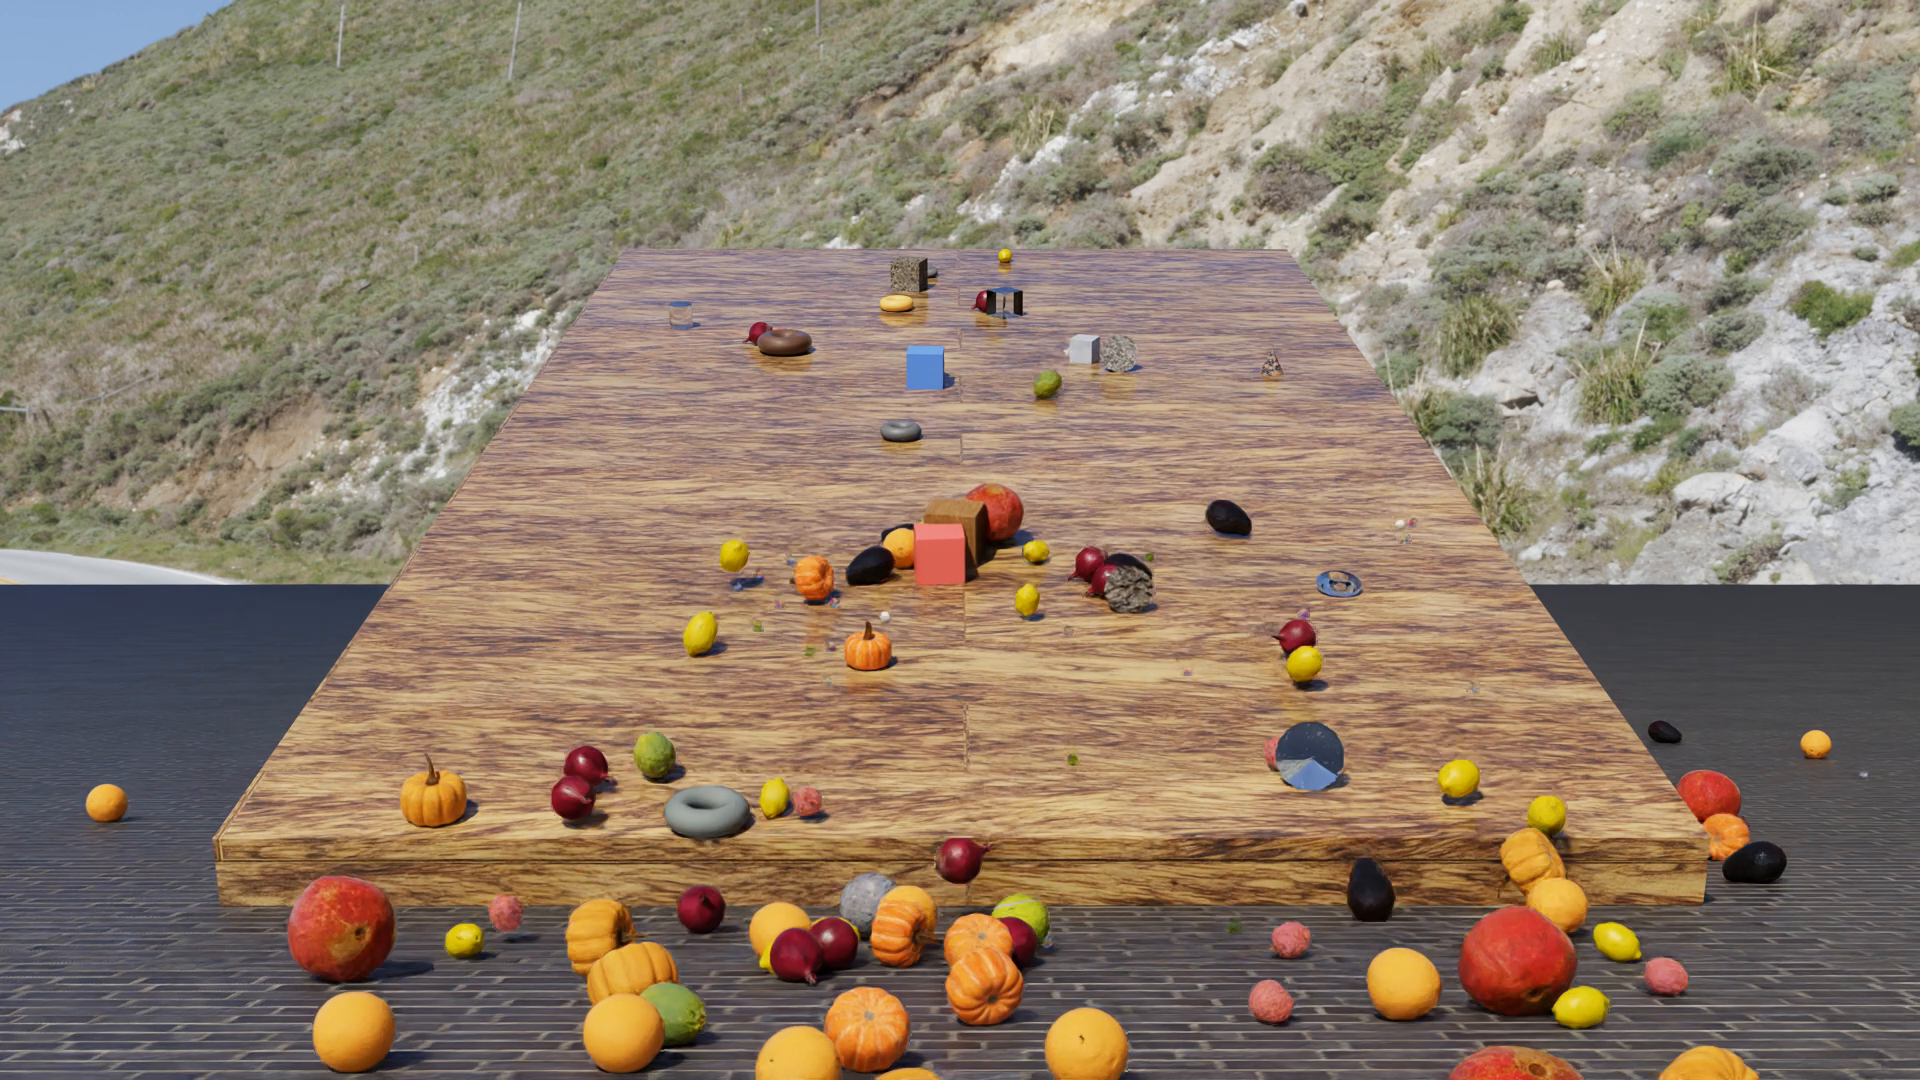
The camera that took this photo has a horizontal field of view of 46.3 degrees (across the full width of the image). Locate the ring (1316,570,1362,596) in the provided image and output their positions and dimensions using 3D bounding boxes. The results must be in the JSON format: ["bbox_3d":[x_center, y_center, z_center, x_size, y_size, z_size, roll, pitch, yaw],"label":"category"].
[{"bbox_3d":[0.660,0.076,3.914,0.080,0.027,0.080,3,21,-1],"label":"ring"}]

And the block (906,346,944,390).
[{"bbox_3d":[-0.080,-0.403,5.241,0.084,0.084,0.084,1,19,2],"label":"block"}]

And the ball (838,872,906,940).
[{"bbox_3d":[-0.107,0.448,2.747,0.081,0.081,0.081,0,-1,0],"label":"ball"}]

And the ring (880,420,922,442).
[{"bbox_3d":[-0.127,-0.234,4.827,0.089,0.030,0.089,1,18,0],"label":"ring"}]

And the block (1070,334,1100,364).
[{"bbox_3d":[0.304,-0.465,5.468,0.057,0.057,0.057,8,20,22],"label":"block"}]

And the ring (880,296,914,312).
[{"bbox_3d":[-0.170,-0.632,6.005,0.092,0.031,0.092,-1,18,0],"label":"ring"}]

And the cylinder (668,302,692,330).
[{"bbox_3d":[-0.720,-0.579,5.797,0.060,0.060,0.060,0,19,0],"label":"cylinder"}]

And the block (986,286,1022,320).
[{"bbox_3d":[0.118,-0.626,5.927,0.068,0.068,0.068,-14,23,-37],"label":"block"}]

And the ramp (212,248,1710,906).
[{"bbox_3d":[-0.004,-0.194,4.909,2.000,0.100,4.000,0,19,0],"label":"ramp"}]

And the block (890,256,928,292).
[{"bbox_3d":[-0.141,-0.738,6.238,0.082,0.082,0.082,5,19,15],"label":"block"}]

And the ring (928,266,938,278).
[{"bbox_3d":[-0.102,-0.766,6.409,0.078,0.026,0.078,1,22,0],"label":"ring"}]

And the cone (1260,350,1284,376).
[{"bbox_3d":[0.744,-0.427,5.357,0.058,0.058,0.058,0,19,0],"label":"cone"}]

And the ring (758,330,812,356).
[{"bbox_3d":[-0.434,-0.489,5.556,0.137,0.046,0.137,0,17,0],"label":"ring"}]

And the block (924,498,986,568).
[{"bbox_3d":[-0.010,-0.013,4.067,0.096,0.096,0.096,4,19,10],"label":"block"}]

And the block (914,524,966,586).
[{"bbox_3d":[-0.037,0.025,3.972,0.085,0.085,0.085,-1,19,-4],"label":"block"}]

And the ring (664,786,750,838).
[{"bbox_3d":[-0.341,0.366,3.032,0.115,0.038,0.115,1,19,0],"label":"ring"}]
